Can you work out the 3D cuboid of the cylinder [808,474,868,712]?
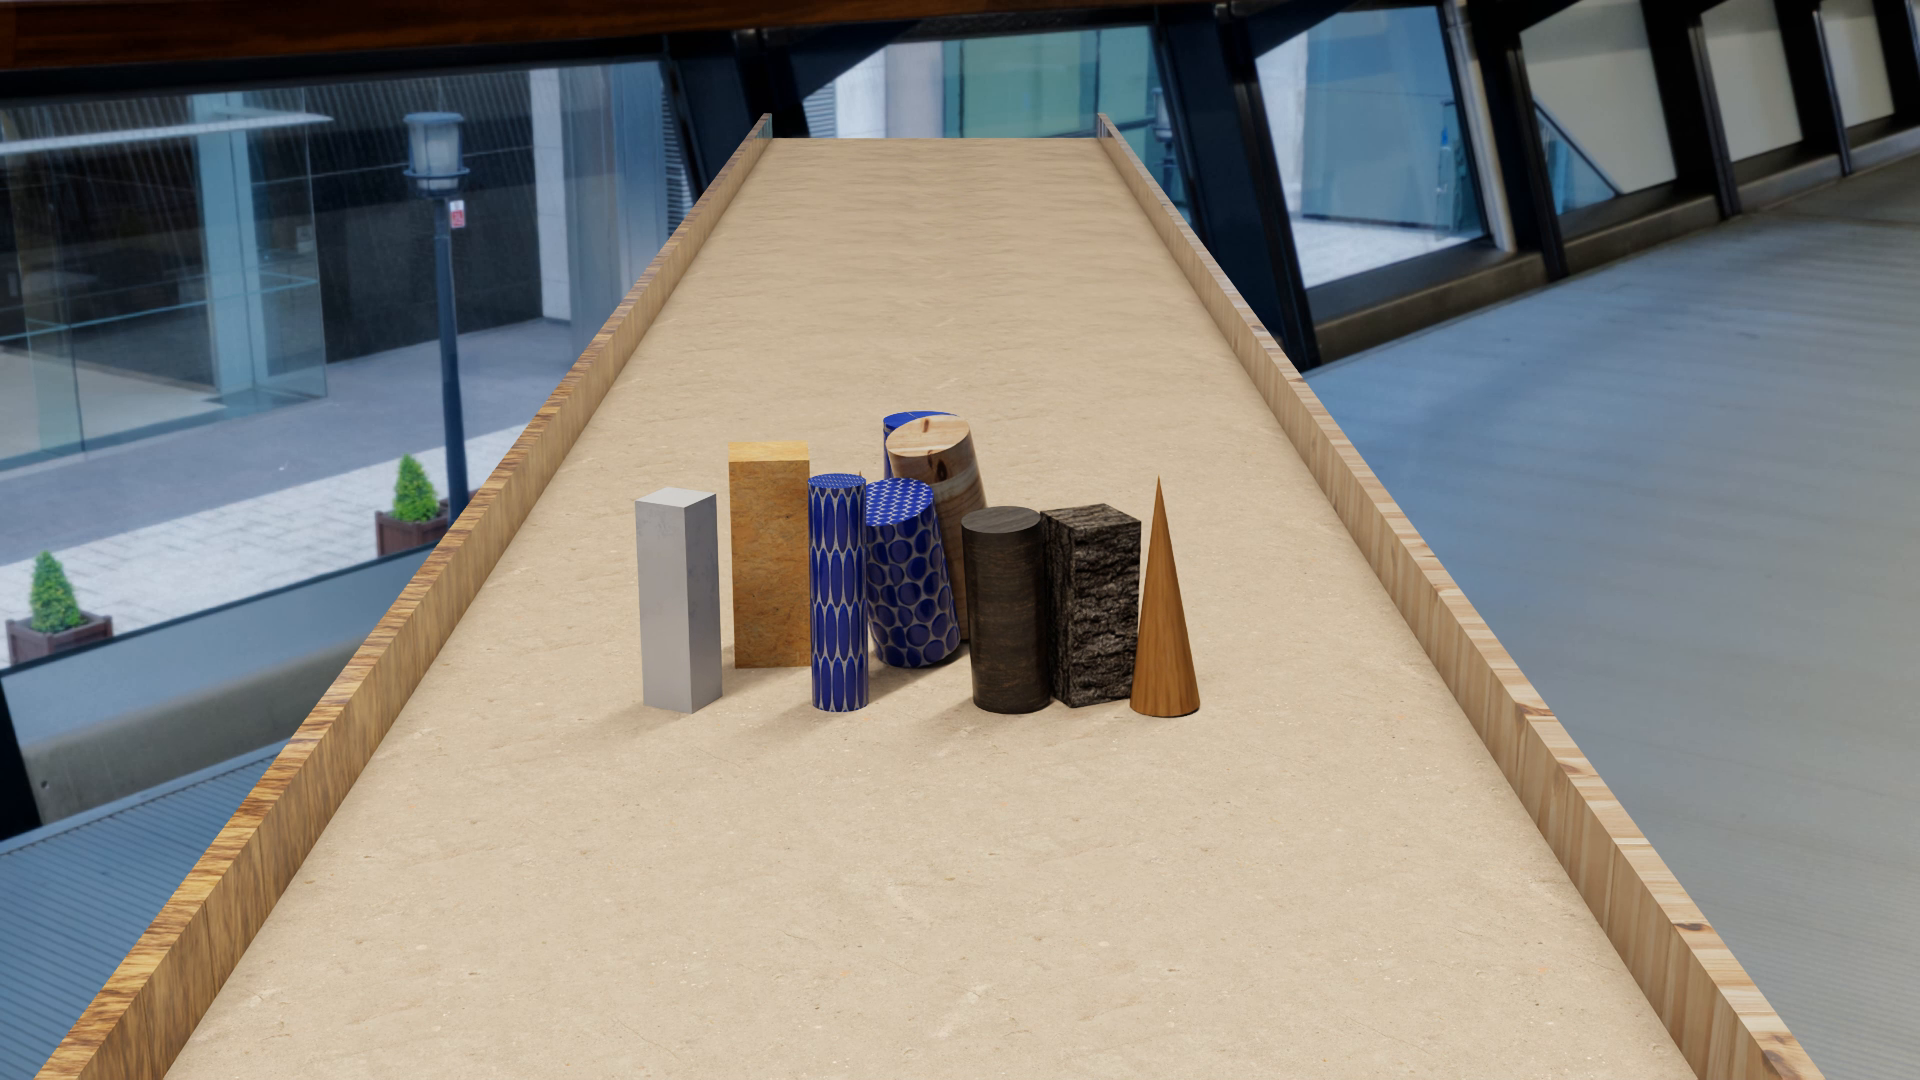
[{"bbox_3d":[-0.228,0.100,4.126,0.108,0.436,0.108,0,17,0],"label":"cylinder"}]

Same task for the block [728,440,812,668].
[{"bbox_3d":[-0.377,0.028,4.388,0.156,0.424,0.156,-2,17,-5],"label":"block"}]

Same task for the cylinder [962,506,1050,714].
[{"bbox_3d":[0.087,0.131,4.131,0.148,0.362,0.148,-3,20,1],"label":"cylinder"}]

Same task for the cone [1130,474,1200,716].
[{"bbox_3d":[0.377,0.093,4.106,0.134,0.454,0.134,-3,17,1],"label":"cone"}]

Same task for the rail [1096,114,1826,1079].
[{"bbox_3d":[0.932,-0.844,7.801,0.050,0.150,12.000,0,17,-1],"label":"rail"}]

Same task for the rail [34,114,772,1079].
[{"bbox_3d":[-1.118,-0.838,7.780,0.050,0.150,12.000,0,17,-1],"label":"rail"}]

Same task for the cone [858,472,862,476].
[{"bbox_3d":[-0.210,0.003,4.664,0.153,0.315,0.153,0,17,0],"label":"cone"}]

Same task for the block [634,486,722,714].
[{"bbox_3d":[-0.528,0.113,4.139,0.108,0.403,0.108,8,18,25],"label":"block"}]

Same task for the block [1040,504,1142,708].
[{"bbox_3d":[0.244,0.123,4.193,0.140,0.351,0.140,-7,18,-25],"label":"block"}]

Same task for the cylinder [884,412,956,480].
[{"bbox_3d":[-0.081,-0.086,4.868,0.174,0.369,0.174,0,17,0],"label":"cylinder"}]

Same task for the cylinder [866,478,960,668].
[{"bbox_3d":[-0.113,0.065,4.355,0.179,0.333,0.179,-8,31,5],"label":"cylinder"}]

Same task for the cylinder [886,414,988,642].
[{"bbox_3d":[-0.020,-0.021,4.474,0.171,0.439,0.171,-10,29,6],"label":"cylinder"}]
